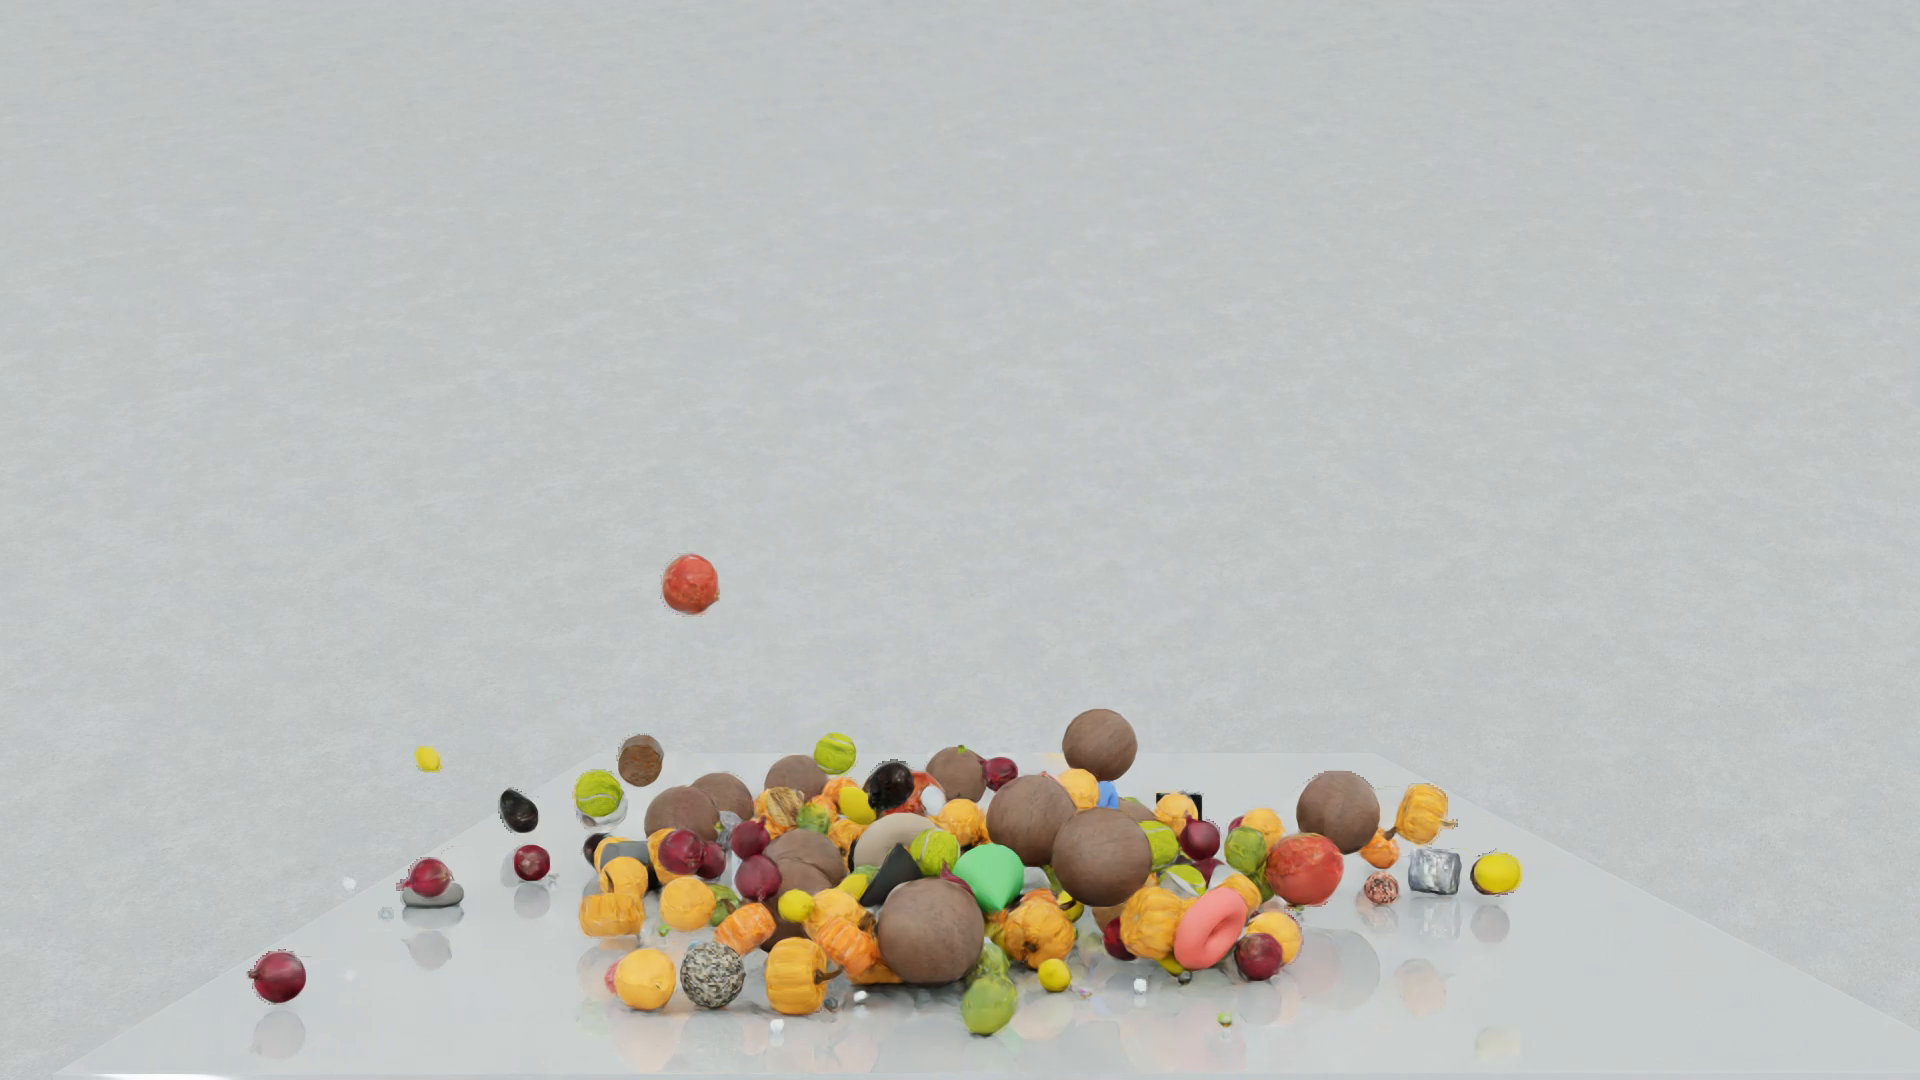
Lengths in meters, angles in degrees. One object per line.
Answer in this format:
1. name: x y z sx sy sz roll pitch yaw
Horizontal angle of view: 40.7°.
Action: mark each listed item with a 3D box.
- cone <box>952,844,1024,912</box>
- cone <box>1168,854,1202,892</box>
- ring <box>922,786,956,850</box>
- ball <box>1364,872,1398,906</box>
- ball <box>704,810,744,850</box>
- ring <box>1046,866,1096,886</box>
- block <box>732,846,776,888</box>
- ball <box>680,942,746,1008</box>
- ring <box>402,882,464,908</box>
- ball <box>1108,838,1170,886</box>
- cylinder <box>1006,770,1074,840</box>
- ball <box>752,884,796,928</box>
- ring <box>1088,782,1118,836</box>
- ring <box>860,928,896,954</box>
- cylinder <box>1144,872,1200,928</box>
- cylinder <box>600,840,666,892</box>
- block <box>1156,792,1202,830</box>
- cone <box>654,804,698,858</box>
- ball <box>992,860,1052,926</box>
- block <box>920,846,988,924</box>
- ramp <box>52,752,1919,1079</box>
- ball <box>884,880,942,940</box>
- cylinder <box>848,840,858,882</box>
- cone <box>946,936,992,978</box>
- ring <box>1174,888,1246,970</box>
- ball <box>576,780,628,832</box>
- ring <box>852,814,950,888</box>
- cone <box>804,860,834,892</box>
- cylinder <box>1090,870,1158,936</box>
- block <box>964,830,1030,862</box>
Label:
1. cone: 0.045 0.462 3.373 0.099 0.099 0.099 -5 18 -9
2. cone: 0.322 0.532 3.980 0.072 0.072 0.072 26 45 38
3. ring: -0.037 0.470 4.350 0.039 0.117 0.117 -14 31 -4
4. ball: 0.633 0.523 3.884 0.050 0.050 0.050 0 30 0
5. ball: -0.417 0.513 4.570 0.071 0.071 0.071 0 30 0
6. ring: 0.177 0.535 4.117 0.081 0.027 0.081 1 -1 0
7. block: -0.325 0.519 4.099 0.059 0.059 0.059 0 0 7
8. ball: -0.290 0.510 3.032 0.076 0.076 0.076 0 30 0
9. ring: -0.793 0.533 3.893 0.093 0.031 0.093 -1 -1 0
10. ball: 0.273 0.500 3.936 0.095 0.095 0.095 0 30 0
11. cylinder: 0.118 0.387 3.783 0.071 0.071 0.071 -42 33 8
12. ball: -0.264 0.517 3.661 0.061 0.061 0.061 0 30 0
13. ring: 0.219 0.411 3.961 0.028 0.084 0.084 3 29 22
14. ring: -0.085 0.531 3.434 0.095 0.032 0.095 -3 -5 0
15. cylinder: 0.284 0.482 3.468 0.053 0.053 0.053 38 6 -5
16. cylinder: -0.511 0.509 4.047 0.077 0.077 0.077 0 26 -33
17. block: 0.418 0.516 4.934 0.064 0.064 0.064 0 0 -30
18. cone: -0.502 0.503 4.504 0.091 0.091 0.091 0 0 0
19. ball: 0.083 0.501 3.675 0.094 0.094 0.094 0 30 0
20. block: -0.022 0.484 3.518 0.088 0.088 0.088 3 47 53
21. ramp: 0.067 0.598 4.656 2.000 0.100 4.000 0 0 0
22. ball: -0.059 0.461 3.220 0.072 0.072 0.072 0 30 0
23. cylinder: -0.135 0.513 4.128 0.069 0.069 0.069 -1 29 14
24. cone: 0.003 0.508 3.215 0.054 0.054 0.054 28 20 -26
25. ring: 0.307 0.477 3.173 0.114 0.114 0.038 -25 46 -37
26. ball: -0.562 0.418 4.066 0.081 0.081 0.081 0 30 0
27. ring: -0.088 0.479 3.889 0.148 0.148 0.049 -5 20 -8
28. cone: -0.230 0.536 4.057 0.052 0.052 0.052 9 30 16
29. cylinder: 0.225 0.495 3.525 0.071 0.071 0.071 -22 23 23
30. block: 0.059 0.508 4.125 0.079 0.079 0.079 0 0 23
